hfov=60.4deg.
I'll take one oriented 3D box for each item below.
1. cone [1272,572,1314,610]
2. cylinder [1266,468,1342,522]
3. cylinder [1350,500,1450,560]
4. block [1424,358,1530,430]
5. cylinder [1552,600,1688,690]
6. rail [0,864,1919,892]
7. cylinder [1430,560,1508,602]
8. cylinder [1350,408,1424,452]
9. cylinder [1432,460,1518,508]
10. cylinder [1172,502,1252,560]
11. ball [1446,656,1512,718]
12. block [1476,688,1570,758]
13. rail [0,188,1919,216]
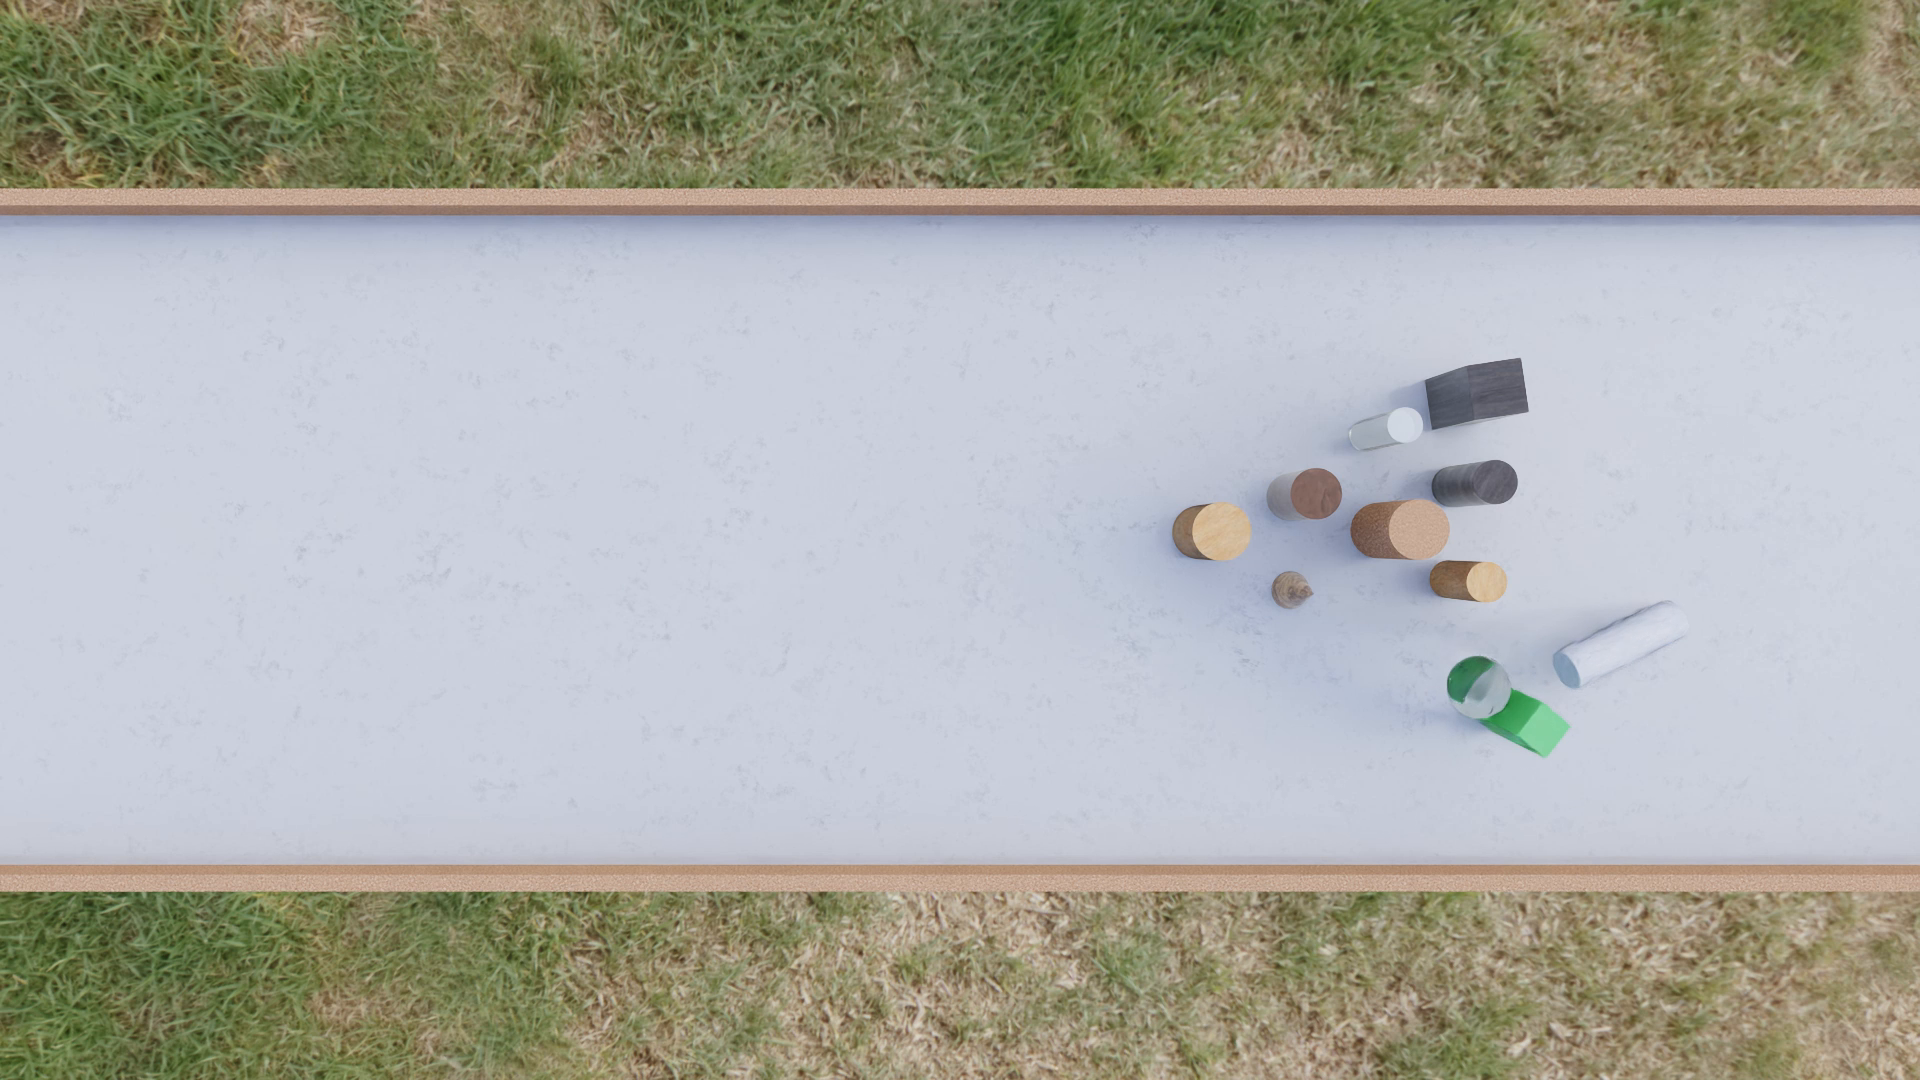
[{"bbox_3d":[1.017,0.155,4.909,0.117,0.336,0.117,0,90,0],"label":"cone"},{"bbox_3d":[1.017,-0.132,4.892,0.148,0.370,0.148,0,90,0],"label":"cylinder"},{"bbox_3d":[1.287,-0.029,4.849,0.171,0.454,0.171,0,90,0],"label":"cylinder"},{"bbox_3d":[1.519,-0.427,4.867,0.156,0.419,0.156,-8,90,0],"label":"block"},{"bbox_3d":[1.994,0.314,4.977,0.395,0.124,0.124,-23,90,-11],"label":"cylinder"},{"bbox_3d":[-2.247,1.025,5.001,12.000,0.150,0.050,0,90,0],"label":"rail"},{"bbox_3d":[1.504,0.121,4.891,0.117,0.371,0.117,0,90,0],"label":"cylinder"},{"bbox_3d":[1.248,-0.322,4.850,0.100,0.454,0.100,0,90,0],"label":"cylinder"},{"bbox_3d":[1.515,-0.164,4.870,0.127,0.412,0.127,0,90,0],"label":"cylinder"},{"bbox_3d":[0.736,-0.024,4.857,0.166,0.439,0.166,0,90,0],"label":"cylinder"},{"bbox_3d":[1.536,0.436,4.882,0.184,0.184,0.184,0,90,0],"label":"ball"},{"bbox_3d":[1.655,0.527,4.909,0.120,0.314,0.120,38,90,-14],"label":"block"},{"bbox_3d":[-2.247,-1.025,5.002,12.000,0.150,0.050,0,90,0],"label":"rail"}]
